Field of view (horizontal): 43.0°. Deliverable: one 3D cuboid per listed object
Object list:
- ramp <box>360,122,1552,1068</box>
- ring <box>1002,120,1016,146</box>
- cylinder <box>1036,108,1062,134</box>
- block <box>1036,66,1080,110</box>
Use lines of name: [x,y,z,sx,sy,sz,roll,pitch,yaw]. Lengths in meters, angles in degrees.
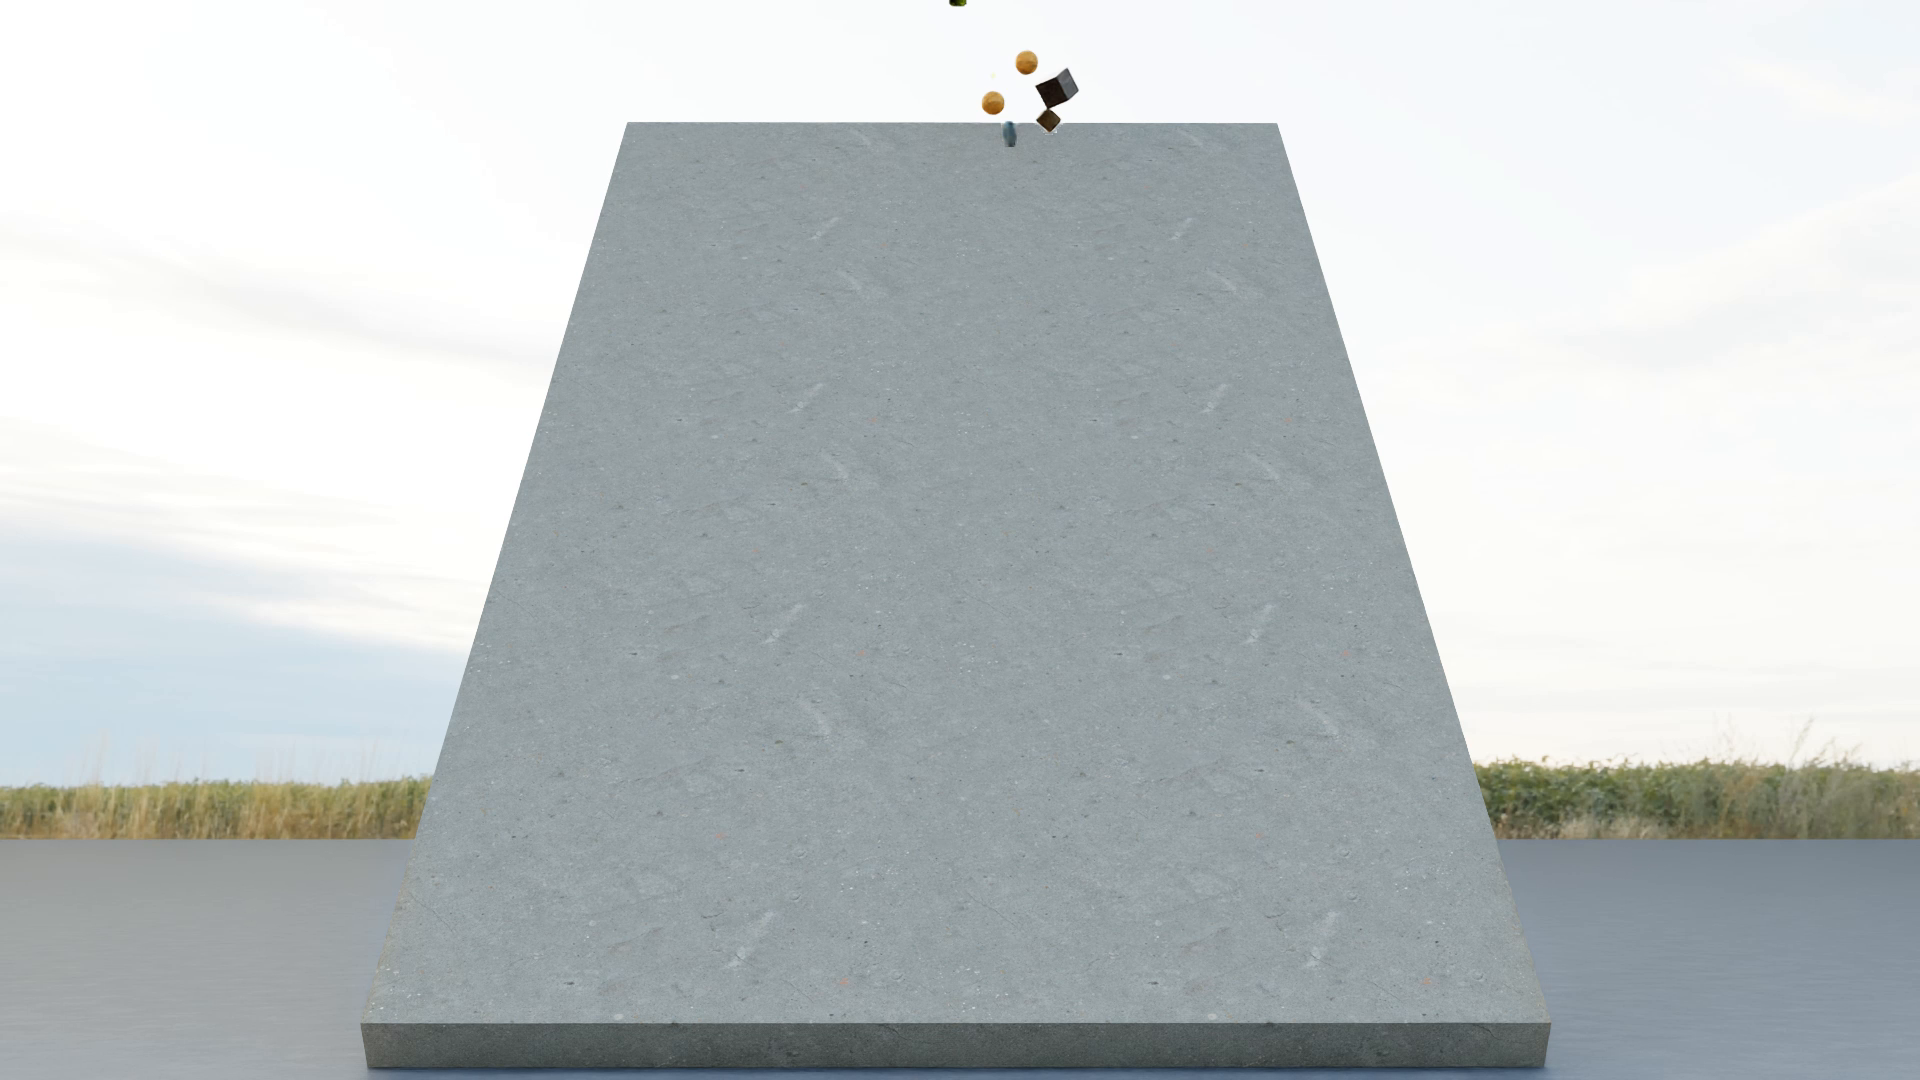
ramp: [-0.015,-0.195,5.825,2.000,0.100,4.000,0,32,0]
ring: [0.148,-1.222,7.325,0.026,0.079,0.079,-10,-5,-10]
cylinder: [0.266,-1.263,7.331,0.058,0.058,0.058,40,-18,-11]
block: [0.289,-1.340,7.233,0.081,0.081,0.081,-16,22,37]
